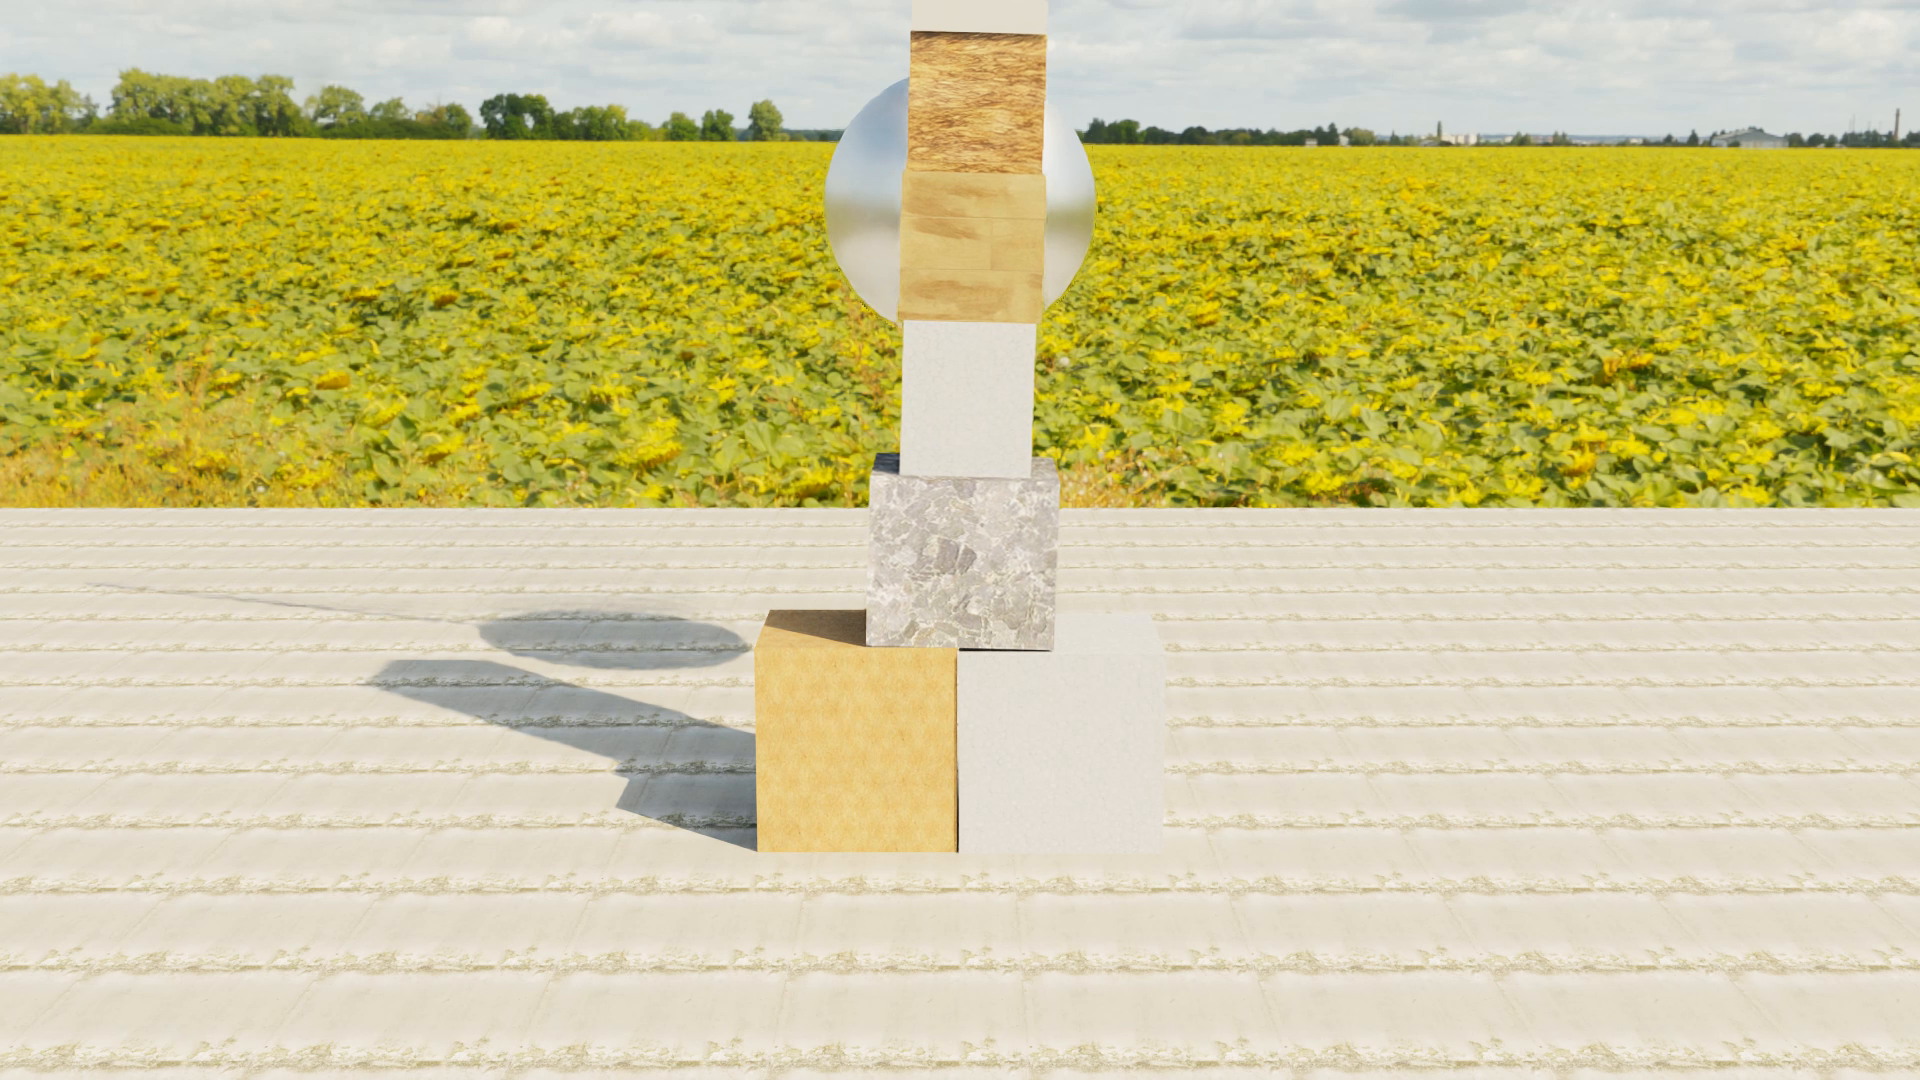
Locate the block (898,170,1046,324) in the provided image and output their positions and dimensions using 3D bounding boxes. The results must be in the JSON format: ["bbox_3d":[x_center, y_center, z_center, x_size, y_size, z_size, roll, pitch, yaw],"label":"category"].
[{"bbox_3d":[0.059,-1.468,10.931,0.693,0.714,0.669,2,10,0],"label":"block"}]

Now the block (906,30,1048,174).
[{"bbox_3d":[0.080,-2.142,10.807,0.650,0.656,0.668,2,10,0],"label":"block"}]

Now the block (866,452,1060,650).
[{"bbox_3d":[0.013,0.042,11.174,0.925,0.833,0.874,2,10,0],"label":"block"}]

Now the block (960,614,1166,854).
[{"bbox_3d":[0.503,0.977,11.341,1.015,1.020,0.953,0,10,0],"label":"block"}]

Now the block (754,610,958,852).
[{"bbox_3d":[-0.513,0.964,11.343,0.996,1.044,0.913,0,10,0],"label":"block"}]

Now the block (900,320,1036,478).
[{"bbox_3d":[0.037,-0.743,11.055,0.642,0.756,0.665,2,10,0],"label":"block"}]

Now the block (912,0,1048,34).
[{"bbox_3d":[0.099,-2.752,10.699,0.642,0.585,0.729,2,10,0],"label":"block"}]

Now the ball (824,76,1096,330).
[{"bbox_3d":[0.000,-1.968,12.931,1.600,1.600,1.600,0,10,0],"label":"ball"}]
